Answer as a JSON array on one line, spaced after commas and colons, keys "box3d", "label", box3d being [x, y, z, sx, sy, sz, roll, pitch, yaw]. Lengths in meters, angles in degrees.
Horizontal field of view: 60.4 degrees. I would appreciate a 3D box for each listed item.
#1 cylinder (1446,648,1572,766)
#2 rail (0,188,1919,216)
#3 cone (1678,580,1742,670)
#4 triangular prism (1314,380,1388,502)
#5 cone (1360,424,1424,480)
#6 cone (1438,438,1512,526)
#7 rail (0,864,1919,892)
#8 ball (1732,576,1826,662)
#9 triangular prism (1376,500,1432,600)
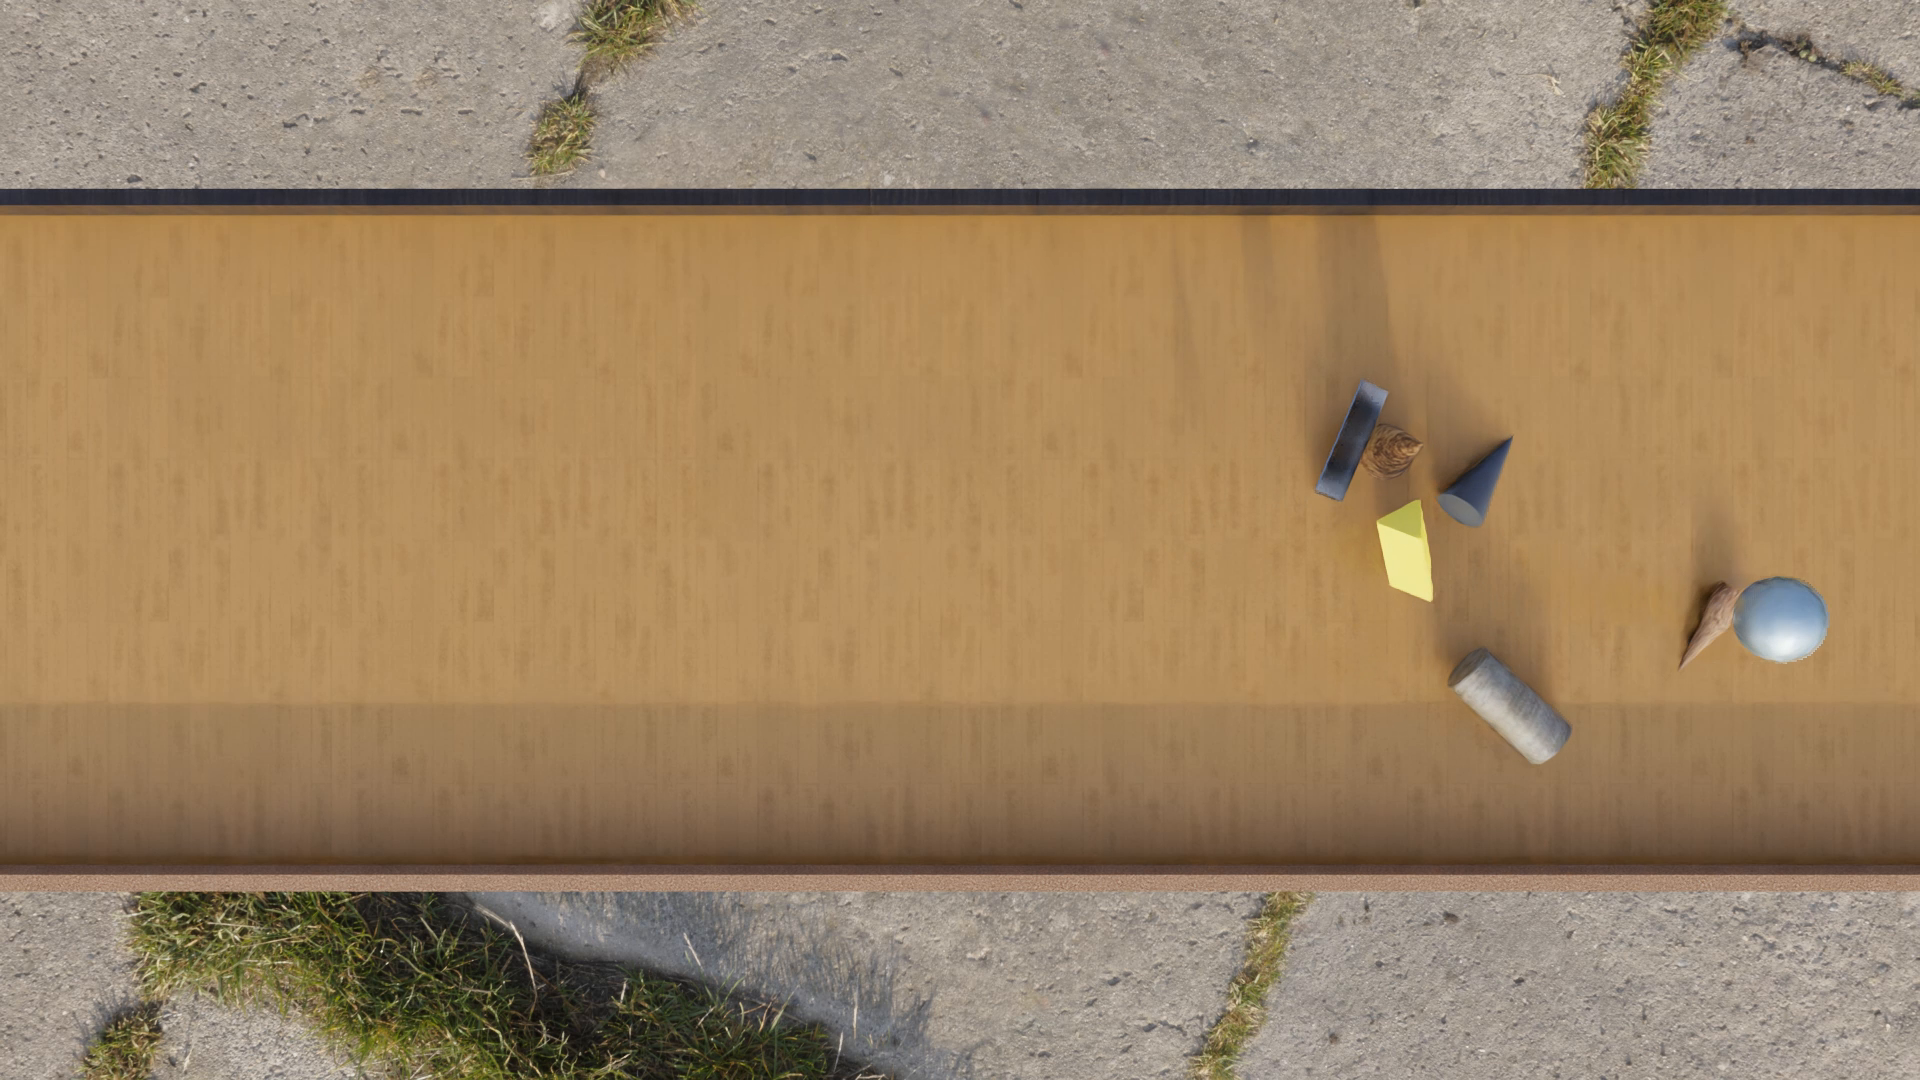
[{"box3d": [1.662, 0.503, 4.995, 0.350, 0.163, 0.163, 42, 90, 0], "label": "cylinder"}, {"box3d": [-2.247, -1.025, 5.002, 12.000, 0.150, 0.050, 0, 90, 0], "label": "rail"}, {"box3d": [2.285, 0.283, 5.045, 0.126, 0.126, 0.305, 32, 102, 0], "label": "cone"}, {"box3d": [1.170, -0.308, 5.010, 0.102, 0.088, 0.361, 23, 90, 41], "label": "triangular prism"}, {"box3d": [1.308, -0.271, 4.861, 0.172, 0.430, 0.172, 0, 90, 0], "label": "cone"}, {"box3d": [1.609, -0.206, 5.040, 0.151, 0.151, 0.307, 39, 76, 0], "label": "cone"}, {"box3d": [-2.247, 1.025, 5.001, 12.000, 0.150, 0.050, 0, 90, 0], "label": "rail"}, {"box3d": [2.243, 0.217, 4.517, 0.232, 0.232, 0.232, 0, 90, 0], "label": "ball"}, {"box3d": [1.361, 0.021, 4.937, 0.142, 0.317, 0.123, 24, 65, 36], "label": "triangular prism"}]
